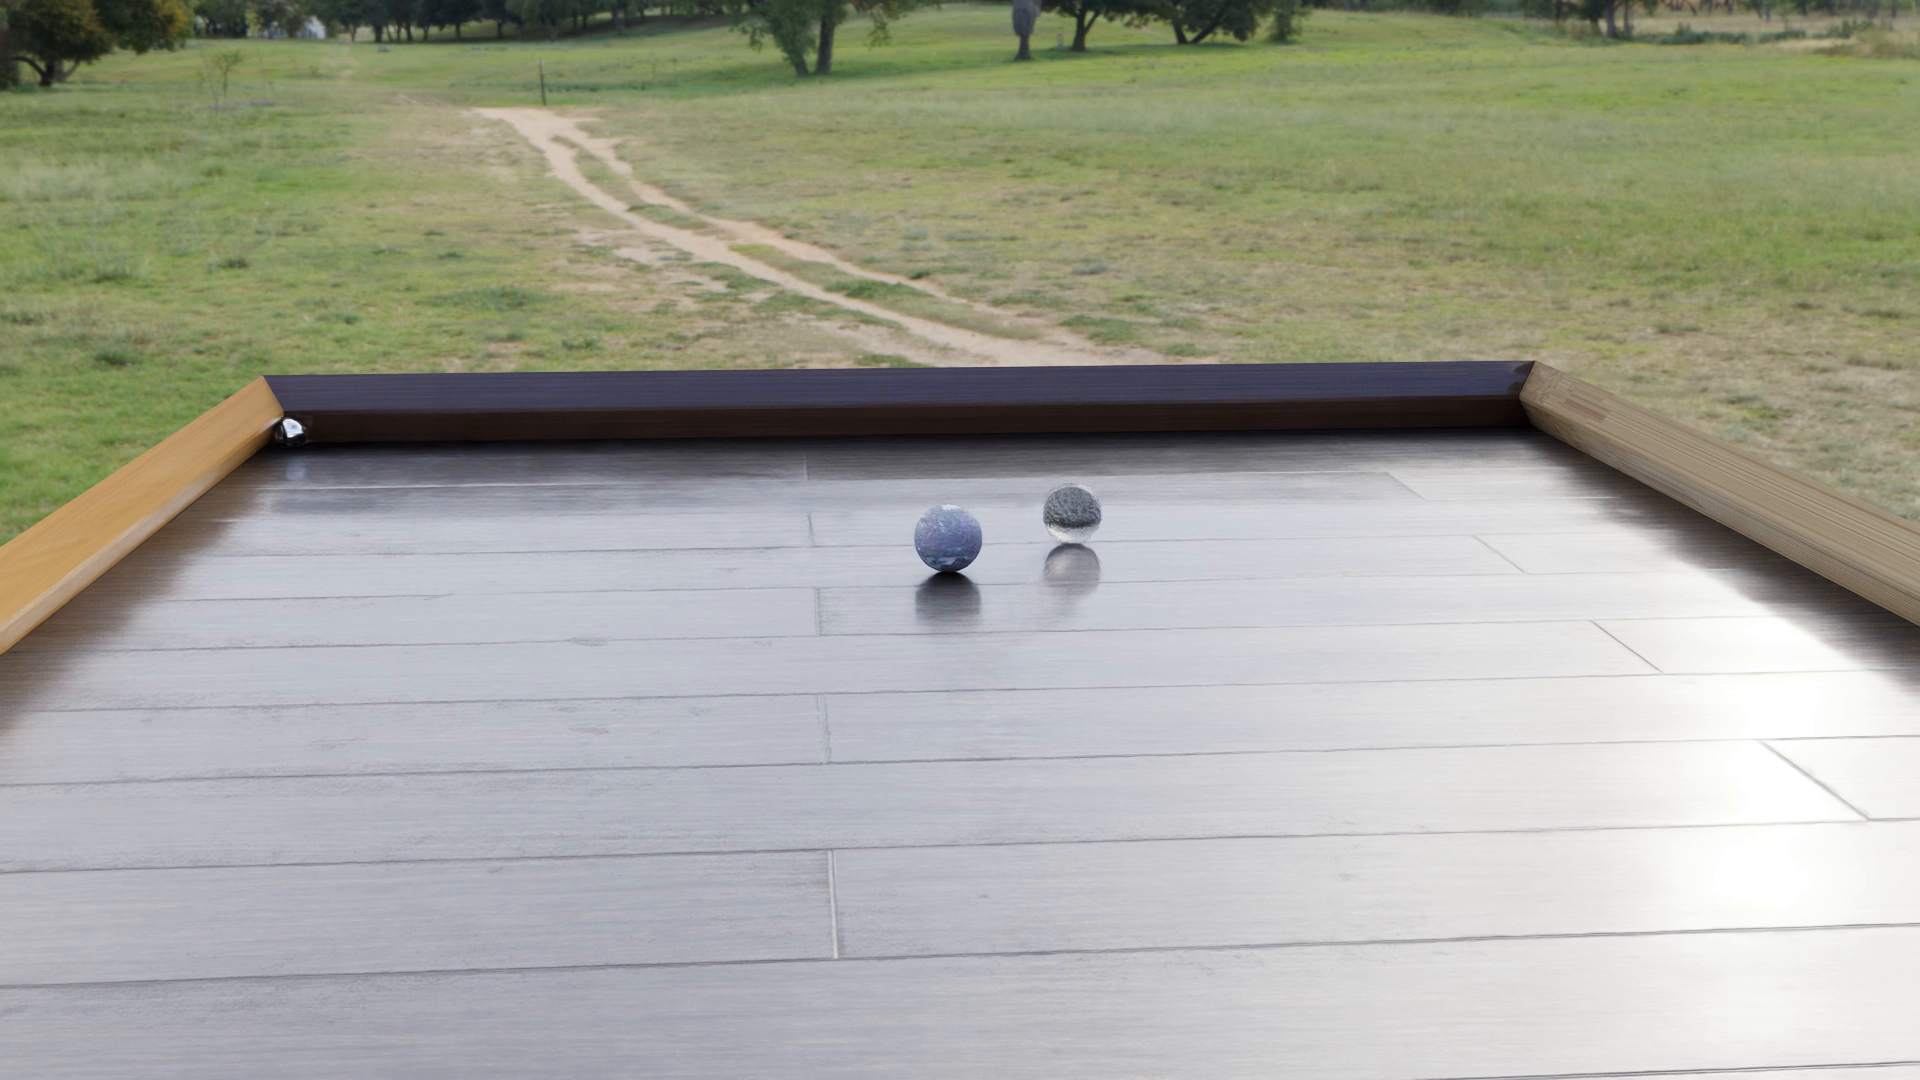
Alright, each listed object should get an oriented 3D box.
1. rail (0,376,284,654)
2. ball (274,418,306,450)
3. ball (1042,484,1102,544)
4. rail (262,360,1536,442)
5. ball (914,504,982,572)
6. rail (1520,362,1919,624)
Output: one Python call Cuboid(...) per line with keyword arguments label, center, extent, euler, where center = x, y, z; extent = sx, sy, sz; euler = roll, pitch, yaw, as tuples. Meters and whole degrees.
Cuboid(label="rail", center=(-1.091, 0.251, 1.925), extent=(0.045, 0.125, 4.433), euler=(-1, 13, -4))
Cuboid(label="ball", center=(-1.224, -0.194, 4.019), extent=(0.059, 0.059, 0.059), euler=(0, 13, 0))
Cuboid(label="ball", center=(0.167, -0.038, 3.271), extent=(0.088, 0.088, 0.088), euler=(0, 13, 0))
Cuboid(label="rail", center=(-0.086, -0.259, 4.146), extent=(2.412, 0.125, 0.045), euler=(-1, 13, -4))
Cuboid(label="ball", center=(-0.017, -0.003, 3.099), extent=(0.097, 0.097, 0.097), euler=(0, 13, 0))
Cuboid(label="rail", center=(1.266, 0.209, 2.107), extent=(0.045, 0.125, 4.433), euler=(-1, 13, -4))
